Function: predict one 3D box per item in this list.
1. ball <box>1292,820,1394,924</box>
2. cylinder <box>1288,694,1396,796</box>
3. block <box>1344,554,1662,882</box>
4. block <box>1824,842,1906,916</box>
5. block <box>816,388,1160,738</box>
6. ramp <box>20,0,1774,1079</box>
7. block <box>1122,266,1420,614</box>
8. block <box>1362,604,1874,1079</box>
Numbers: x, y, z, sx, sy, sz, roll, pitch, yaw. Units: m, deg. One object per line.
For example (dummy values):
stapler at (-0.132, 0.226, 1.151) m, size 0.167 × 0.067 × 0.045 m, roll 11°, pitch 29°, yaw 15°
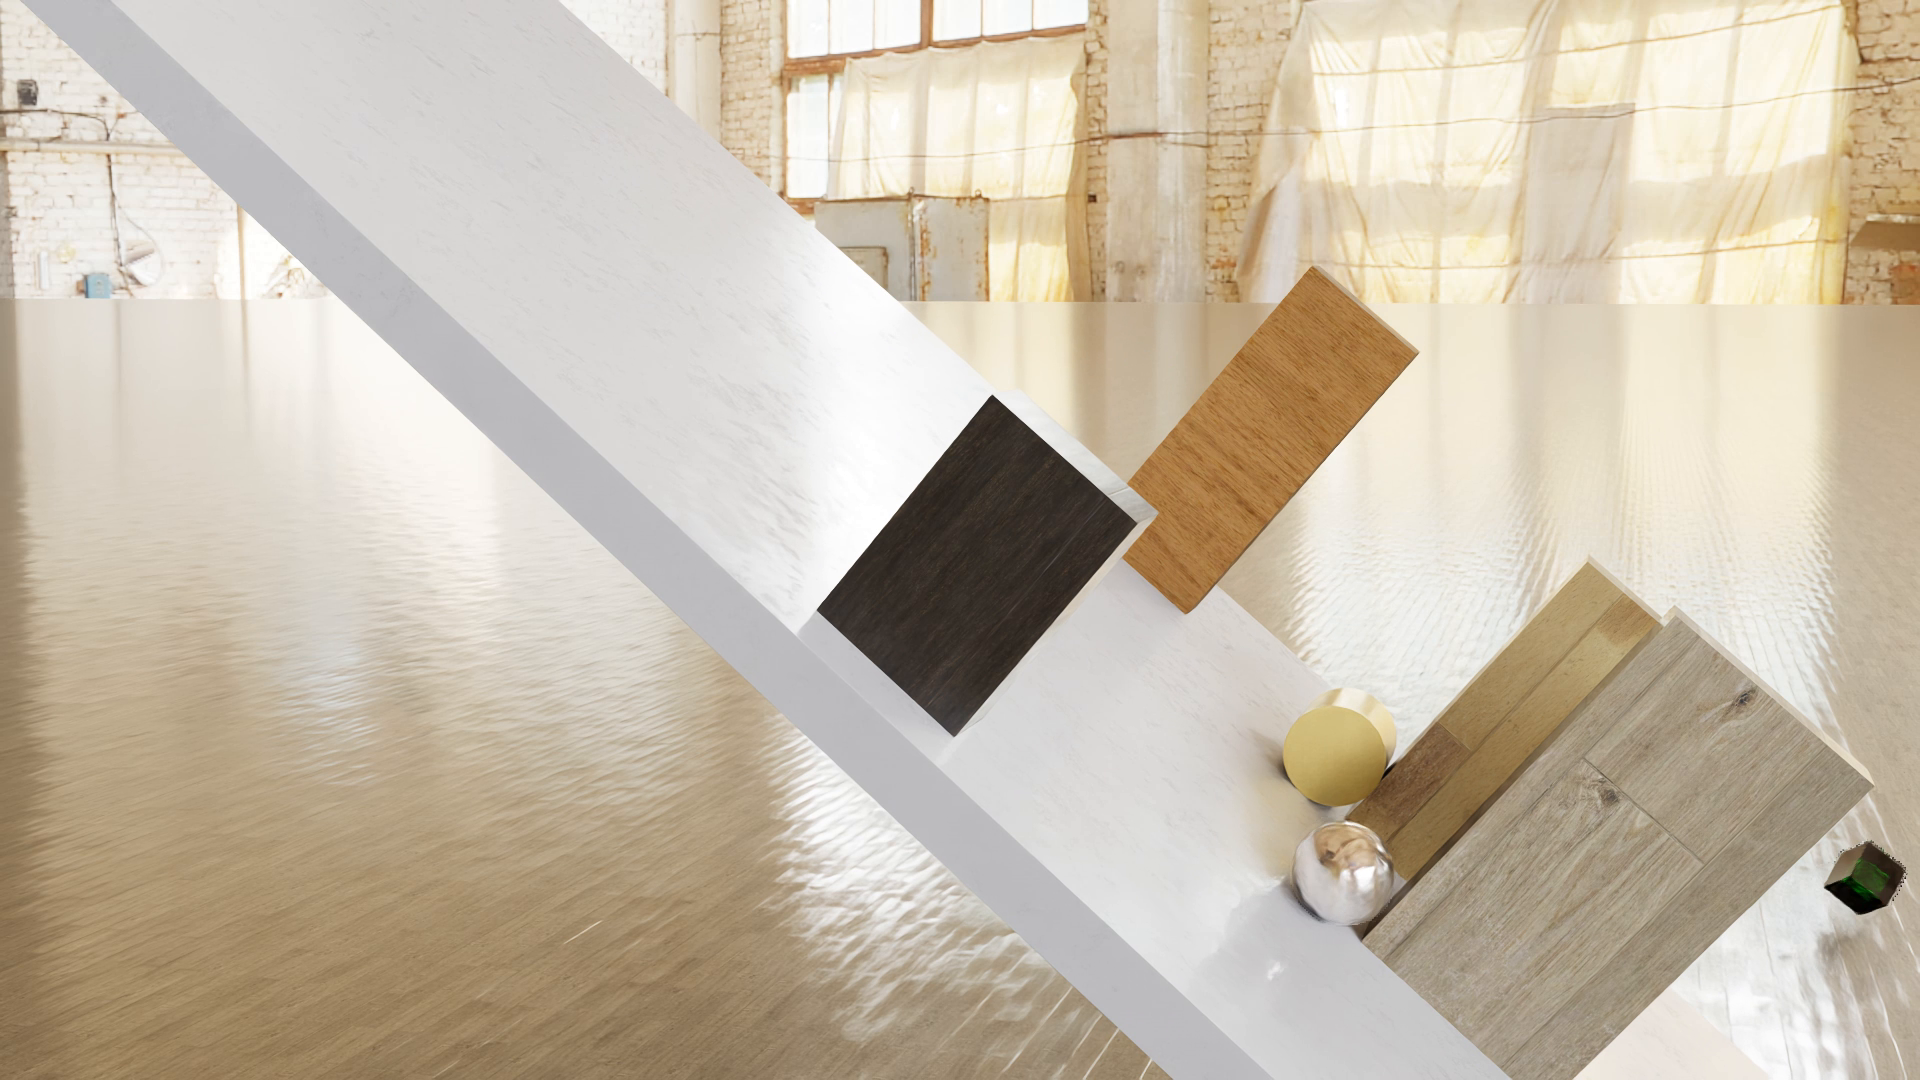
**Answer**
ball at (0.621, 0.539, 3.564) m, size 0.165 × 0.165 × 0.165 m, roll 0°, pitch 7°, yaw 0°
cylinder at (0.716, 0.387, 4.134) m, size 0.189 × 0.189 × 0.189 m, roll 1°, pitch -6°, yaw 7°
block at (1.081, 0.416, 4.015) m, size 0.420 × 0.661 × 0.107 m, roll 42°, pitch 16°, yaw 8°
block at (2.585, 0.969, 6.285) m, size 0.131 × 0.131 × 0.131 m, roll 39°, pitch -25°, yaw 4°
block at (0.039, 0.031, 3.184) m, size 0.274 × 0.415 × 0.143 m, roll 42°, pitch 16°, yaw 8°
ramp at (0.011, 0.035, 4.035) m, size 4.000 × 0.100 × 2.000 m, roll 42°, pitch 16°, yaw 8°
block at (0.599, -0.202, 4.511) m, size 0.271 × 0.707 × 0.106 m, roll 42°, pitch 16°, yaw 8°
block at (1.046, 0.512, 3.545) m, size 0.390 × 0.737 × 0.120 m, roll 42°, pitch 16°, yaw 8°
